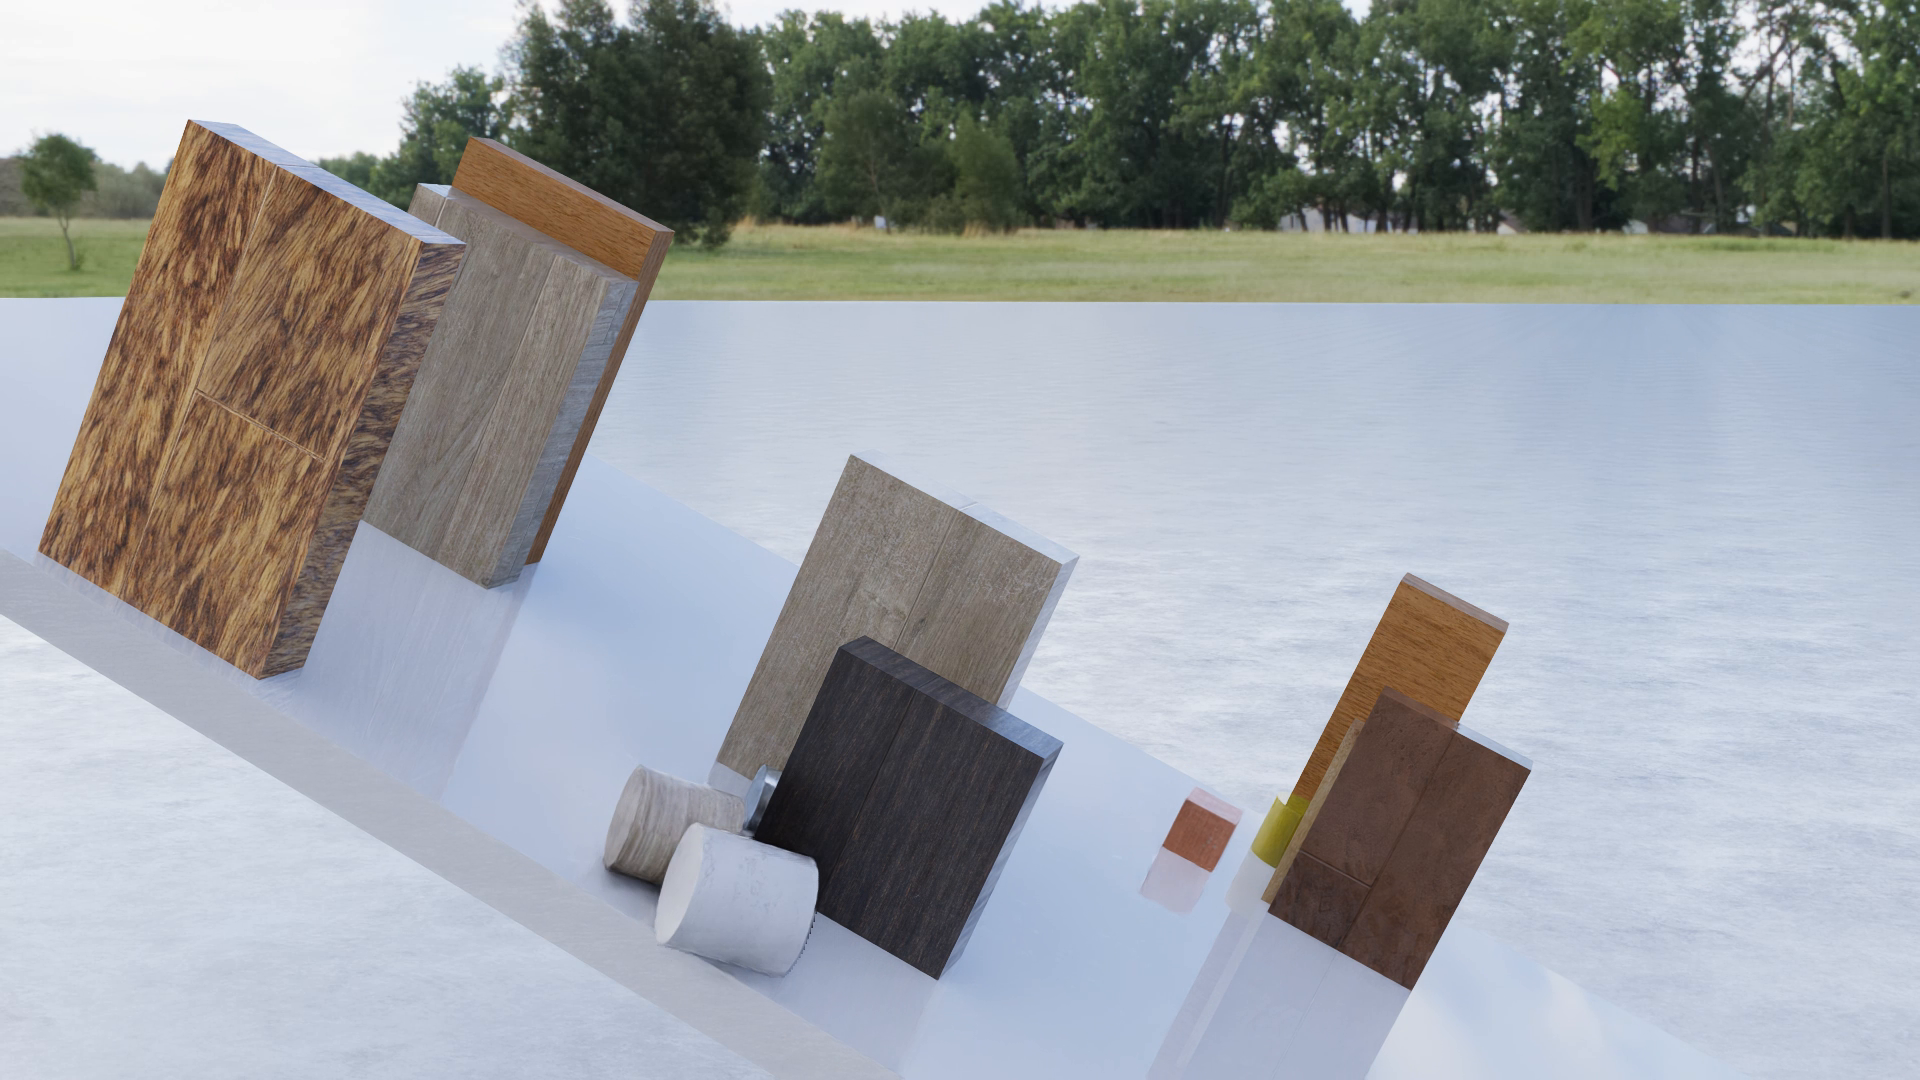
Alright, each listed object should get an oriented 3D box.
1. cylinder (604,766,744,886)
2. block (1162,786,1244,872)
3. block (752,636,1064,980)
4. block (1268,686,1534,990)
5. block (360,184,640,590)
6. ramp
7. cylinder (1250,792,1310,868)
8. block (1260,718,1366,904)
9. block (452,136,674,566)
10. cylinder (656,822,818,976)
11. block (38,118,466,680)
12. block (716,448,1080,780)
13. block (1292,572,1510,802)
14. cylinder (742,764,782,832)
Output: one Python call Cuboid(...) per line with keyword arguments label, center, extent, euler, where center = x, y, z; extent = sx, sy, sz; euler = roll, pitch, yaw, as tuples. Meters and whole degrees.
Cuboid(label="cylinder", center=(-0.433, 0.442, 3.328), extent=(0.162, 0.162, 0.162), euler=(21, 1, -17))
Cuboid(label="block", center=(0.498, 0.591, 4.498), extent=(0.113, 0.113, 0.113), euler=(27, 14, 10))
Cuboid(label="block", center=(-0.094, 0.421, 3.485), extent=(0.366, 0.403, 0.121), euler=(28, 14, 12))
Cuboid(label="block", center=(0.862, 0.584, 4.320), extent=(0.317, 0.503, 0.086), euler=(28, 14, 12))
Cuboid(label="block", center=(-0.941, -0.295, 4.214), extent=(0.435, 0.641, 0.122), euler=(28, 14, 12))
Cuboid(label="ramp", center=(-0.263, 0.448, 4.170), extent=(4.000, 0.100, 2.000), euler=(28, 14, 12))
Cuboid(label="cylinder", center=(0.707, 0.627, 4.692), extent=(0.130, 0.130, 0.130), euler=(23, 13, -6))
Cuboid(label="block", center=(0.804, 0.595, 4.392), extent=(0.243, 0.404, 0.084), euler=(28, 14, 12))
Cuboid(label="block", center=(-0.906, -0.373, 4.384), extent=(0.436, 0.730, 0.088), euler=(28, 14, 12))
Cuboid(label="cylinder", center=(-0.323, 0.521, 3.183), extent=(0.179, 0.179, 0.179), euler=(20, 0, -19))
Cuboid(label="block", center=(-1.107, -0.216, 3.416), extent=(0.442, 0.738, 0.120), euler=(28, 14, 12))
Cuboid(label="block", center=(-0.113, 0.208, 3.826), extent=(0.412, 0.606, 0.122), euler=(28, 14, 12))
Cuboid(label="block", center=(0.921, 0.418, 4.743), extent=(0.240, 0.648, 0.141), euler=(28, 14, 12))
Cuboid(label="cylinder", center=(-0.293, 0.446, 3.671), extent=(0.111, 0.111, 0.111), euler=(21, 2, -14))
